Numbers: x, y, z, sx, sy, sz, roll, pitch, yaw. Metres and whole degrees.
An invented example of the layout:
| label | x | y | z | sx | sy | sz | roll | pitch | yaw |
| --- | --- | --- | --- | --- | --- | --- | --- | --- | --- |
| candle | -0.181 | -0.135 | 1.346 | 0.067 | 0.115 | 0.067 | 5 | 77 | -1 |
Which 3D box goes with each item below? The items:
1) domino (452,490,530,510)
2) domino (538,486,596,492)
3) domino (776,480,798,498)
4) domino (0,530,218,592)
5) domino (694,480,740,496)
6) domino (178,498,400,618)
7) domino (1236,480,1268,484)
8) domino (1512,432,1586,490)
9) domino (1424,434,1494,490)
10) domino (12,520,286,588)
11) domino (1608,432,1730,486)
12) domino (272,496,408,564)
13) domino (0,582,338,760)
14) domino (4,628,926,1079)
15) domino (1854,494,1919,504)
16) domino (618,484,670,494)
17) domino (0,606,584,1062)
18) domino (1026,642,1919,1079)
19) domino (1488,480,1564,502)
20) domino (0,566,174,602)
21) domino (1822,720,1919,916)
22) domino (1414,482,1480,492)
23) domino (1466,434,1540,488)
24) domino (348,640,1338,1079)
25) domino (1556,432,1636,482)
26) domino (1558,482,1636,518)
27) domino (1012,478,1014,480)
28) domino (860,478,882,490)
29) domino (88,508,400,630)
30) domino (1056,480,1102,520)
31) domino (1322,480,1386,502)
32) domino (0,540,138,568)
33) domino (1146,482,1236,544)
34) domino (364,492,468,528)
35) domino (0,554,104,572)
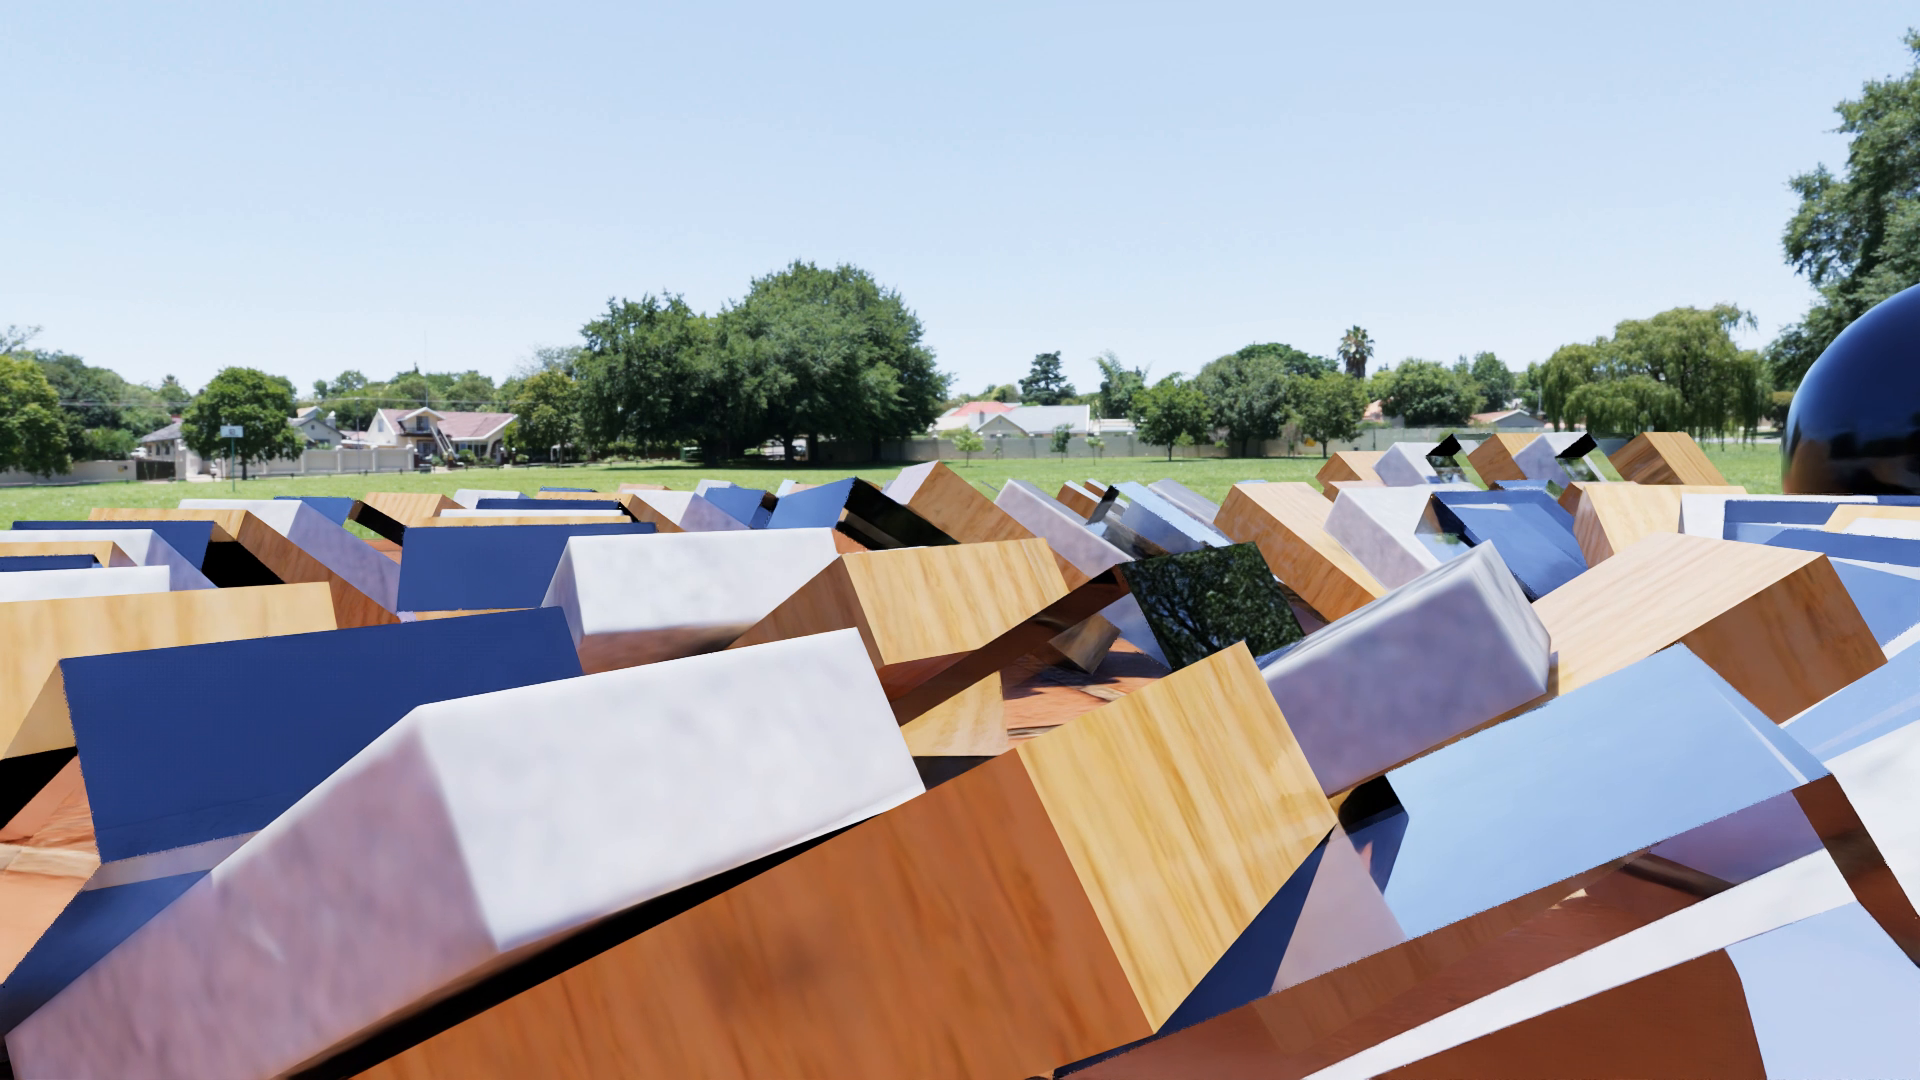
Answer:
| label | x | y | z | sx | sy | sz | roll | pitch | yaw |
| --- | --- | --- | --- | --- | --- | --- | --- | --- | --- |
| domino | -0.086 | 0.005 | 0.284 | 0.025 | 0.009 | 0.050 | 4 | -24 | 40 |
| domino | -0.074 | 0.004 | 0.300 | 0.025 | 0.009 | 0.050 | 5 | -23 | 46 |
| domino | -0.026 | 0.000 | 0.343 | 0.050 | 0.009 | 0.025 | 29 | -4 | -14 |
| domino | -0.105 | 0.014 | 0.164 | 0.025 | 0.009 | 0.050 | -1 | -25 | -5 |
| domino | -0.044 | 0.001 | 0.330 | 0.050 | 0.009 | 0.025 | 32 | -11 | -26 |
| domino | -0.110 | 0.009 | 0.226 | 0.025 | 0.009 | 0.050 | 1 | -26 | 18 |
| domino | 0.086 | 0.003 | 0.299 | 0.050 | 0.009 | 0.025 | 35 | 19 | 21 |
| domino | 0.156 | -0.003 | 0.307 | 0.025 | 0.050 | 0.009 | -5 | -32 | -41 |
| domino | 0.142 | -0.005 | 0.327 | 0.025 | 0.050 | 0.009 | -4 | -33 | -41 |
| domino | -0.108 | 0.012 | 0.184 | 0.025 | 0.009 | 0.050 | 0 | -25 | -2 |
| domino | 0.169 | -0.001 | 0.286 | 0.025 | 0.050 | 0.009 | -4 | -33 | -40 |
| domino | -0.106 | 0.007 | 0.248 | 0.025 | 0.009 | 0.050 | 2 | -25 | 32 |
| domino | -0.064 | 0.019 | 0.092 | 0.025 | 0.009 | 0.050 | -4 | -25 | -40 |
| domino | -0.029 | 0.021 | 0.070 | 0.050 | 0.009 | 0.025 | -33 | -15 | 33 |
| domino | 0.169 | 0.010 | 0.209 | 0.025 | 0.009 | 0.050 | 2 | 34 | 7 |
| domino | -0.060 | 0.002 | 0.316 | 0.050 | 0.010 | 0.025 | 33 | -16 | -34 |
| domino | -0.046 | 0.020 | 0.080 | 0.025 | 0.010 | 0.050 | -5 | -23 | -49 |
| domino | 0.011 | 0.022 | 0.056 | 0.050 | 0.009 | 0.025 | -30 | -7 | 20 |
| domino | 0.133 | 0.005 | 0.264 | 0.025 | 0.009 | 0.050 | -3 | 38 | -40 |
| domino | -0.079 | 0.018 | 0.107 | 0.025 | 0.009 | 0.050 | -3 | -25 | -28 |
| domino | 0.032 | 0.022 | 0.053 | 0.050 | 0.010 | 0.025 | -30 | -2 | 13 |
| domino | 0.123 | 0.005 | 0.279 | 0.025 | 0.009 | 0.050 | -4 | 36 | -41 |
| domino | 0.149 | -0.004 | 0.317 | 0.025 | 0.050 | 0.009 | -4 | -32 | -41 |
| domino | -0.009 | 0.021 | 0.062 | 0.050 | 0.009 | 0.025 | -31 | -11 | 27 |
| domino | 0.161 | -0.002 | 0.295 | 0.025 | 0.050 | 0.009 | -4 | -33 | -41 |
| domino | 0.141 | 0.007 | 0.247 | 0.025 | 0.009 | 0.050 | -2 | 37 | -36 |
| domino | 0.034 | -0.001 | 0.357 | 0.050 | 0.009 | 0.025 | 29 | 4 | -1 |
| domino | -0.006 | 0.000 | 0.349 | 0.050 | 0.009 | 0.025 | 29 | -1 | -10 |
| domino | -0.111 | 0.011 | 0.206 | 0.025 | 0.009 | 0.050 | 1 | -26 | 9 |
| domino | 0.045 | 0.003 | 0.305 | 0.050 | 0.010 | 0.025 | 31 | 8 | 5 |
| domino | 0.107 | 0.004 | 0.292 | 0.025 | 0.010 | 0.050 | -4 | 36 | -47 |
| domino | -0.099 | 0.015 | 0.144 | 0.025 | 0.010 | 0.050 | -1 | -25 | -11 |
| domino | 0.065 | 0.003 | 0.303 | 0.050 | 0.010 | 0.025 | 32 | 12 | 12 |
| domino | -0.097 | 0.006 | 0.266 | 0.025 | 0.009 | 0.050 | 3 | -25 | 35 |
| domino | -0.091 | 0.017 | 0.125 | 0.025 | 0.010 | 0.050 | -2 | -25 | -17 |
